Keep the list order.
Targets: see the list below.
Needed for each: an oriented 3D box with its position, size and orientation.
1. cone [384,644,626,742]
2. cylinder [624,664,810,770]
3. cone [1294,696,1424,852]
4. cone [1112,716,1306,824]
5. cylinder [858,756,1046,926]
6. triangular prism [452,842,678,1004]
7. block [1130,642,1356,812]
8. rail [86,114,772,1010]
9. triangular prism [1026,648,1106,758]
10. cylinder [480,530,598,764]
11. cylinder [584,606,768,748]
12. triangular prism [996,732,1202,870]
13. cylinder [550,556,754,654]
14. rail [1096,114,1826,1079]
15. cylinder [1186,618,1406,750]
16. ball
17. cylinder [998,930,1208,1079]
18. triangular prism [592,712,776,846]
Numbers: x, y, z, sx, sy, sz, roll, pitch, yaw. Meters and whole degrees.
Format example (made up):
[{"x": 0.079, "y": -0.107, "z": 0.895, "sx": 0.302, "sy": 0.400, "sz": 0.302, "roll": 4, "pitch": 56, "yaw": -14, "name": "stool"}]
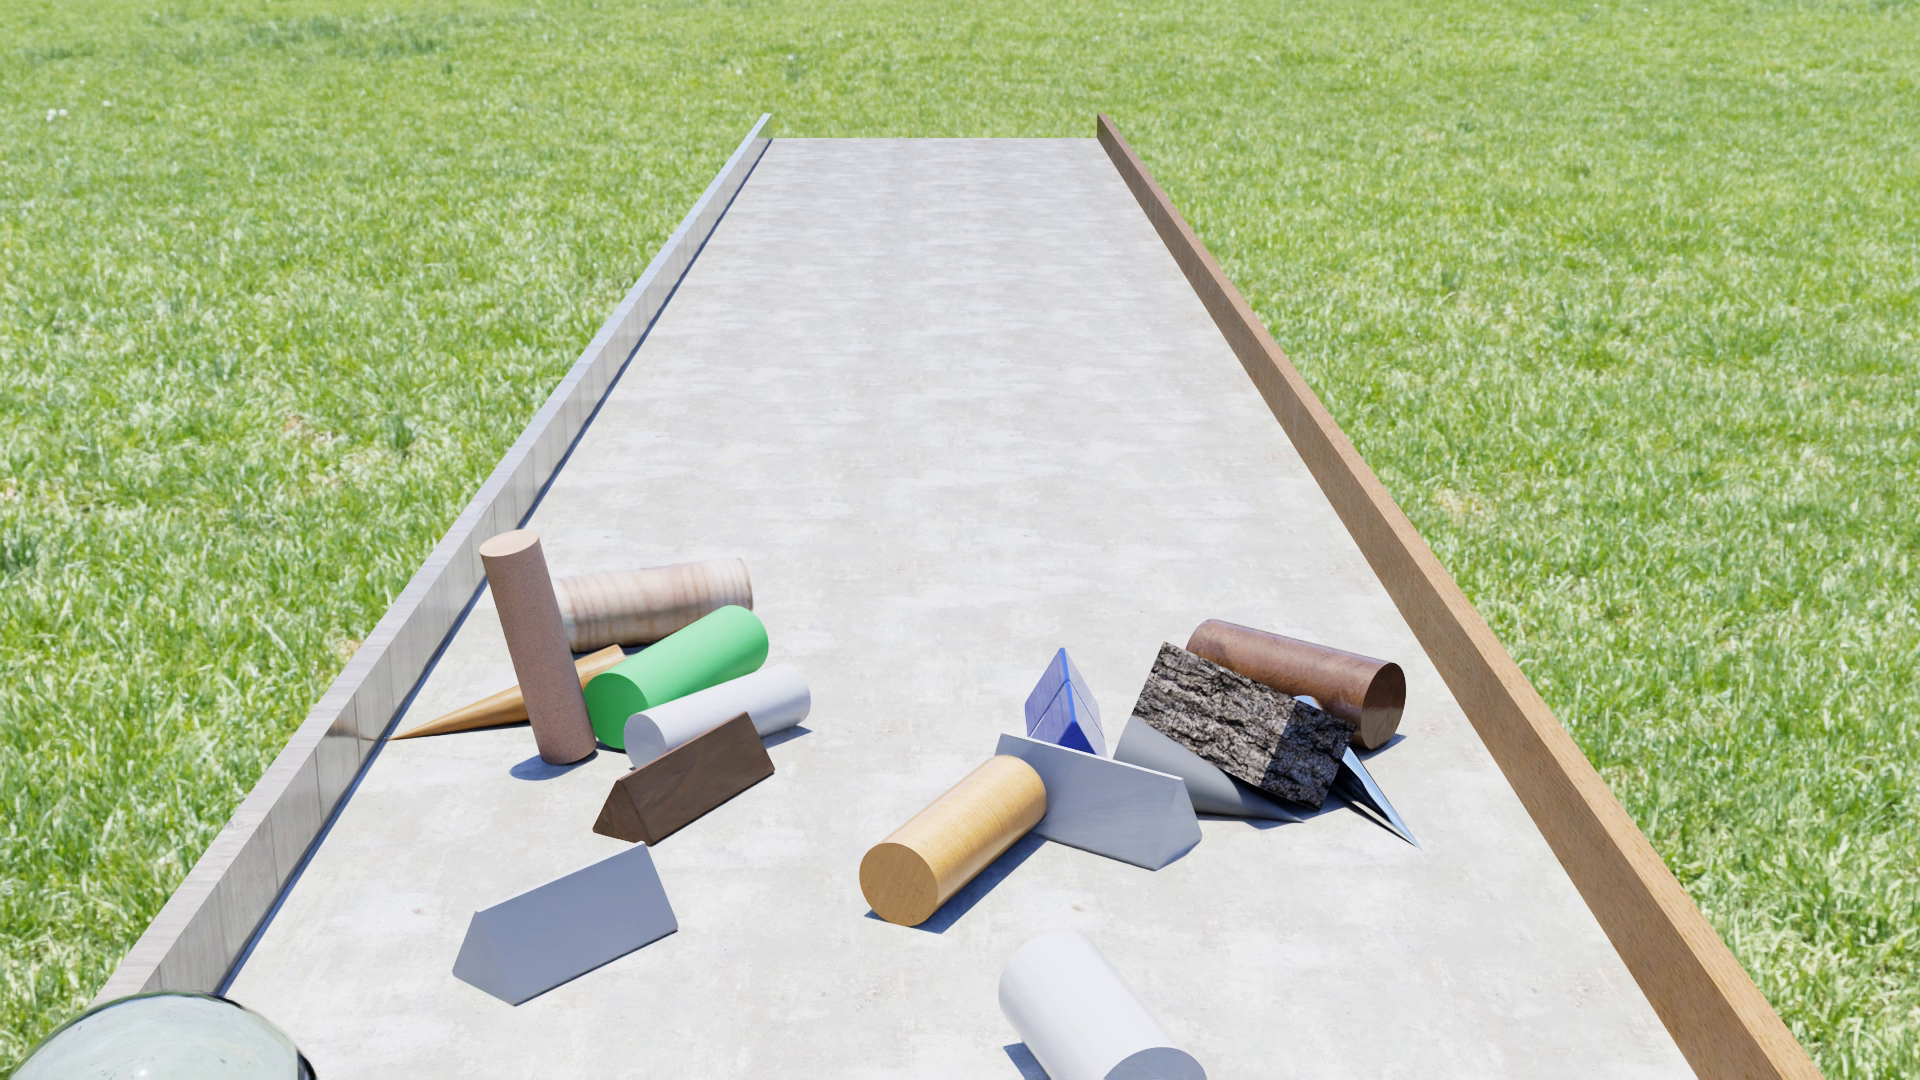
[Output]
[{"x": -0.843, "y": 0.311, "z": 4.075, "sx": 0.460, "sy": 0.122, "sz": 0.122, "roll": -15, "pitch": 21, "yaw": -21, "name": "cone"}, {"x": -0.432, "y": 0.321, "z": 3.943, "sx": 0.117, "sy": 0.117, "sz": 0.345, "roll": 14, "pitch": 22, "yaw": 40, "name": "cylinder"}, {"x": 0.671, "y": 0.416, "z": 3.720, "sx": 0.123, "sy": 0.123, "sz": 0.427, "roll": -6, "pitch": 26, "yaw": -20, "name": "cone"}, {"x": 0.422, "y": 0.420, "z": 3.682, "sx": 0.331, "sy": 0.155, "sz": 0.155, "roll": 18, "pitch": 21, "yaw": 12, "name": "cone"}, {"x": -0.005, "y": 0.464, "z": 3.434, "sx": 0.134, "sy": 0.134, "sz": 0.383, "roll": 8, "pitch": 18, "yaw": 26, "name": "cylinder"}, {"x": -0.572, "y": 0.540, "z": 3.186, "sx": 0.140, "sy": 0.121, "sz": 0.306, "roll": 13, "pitch": 21, "yaw": 39, "name": "triangular prism"}, {"x": 0.481, "y": 0.317, "z": 3.785, "sx": 0.157, "sy": 0.157, "sz": 0.350, "roll": 24, "pitch": -1, "yaw": -37, "name": "block"}, {"x": -1.118, "y": -0.838, "z": 7.780, "sx": 0.050, "sy": 0.150, "sz": 12.000, "roll": 0, "pitch": 17, "yaw": -1, "name": "rail"}, {"x": 0.193, "y": 0.313, "z": 3.957, "sx": 0.137, "sy": 0.118, "sz": 0.386, "roll": 0, "pitch": 17, "yaw": -1, "name": "triangular prism"}, {"x": -0.735, "y": 0.189, "z": 3.844, "sx": 0.103, "sy": 0.413, "sz": 0.103, "roll": -9, "pitch": 24, "yaw": 4, "name": "cylinder"}, {"x": -0.526, "y": 0.251, "z": 4.118, "sx": 0.143, "sy": 0.143, "sz": 0.445, "roll": 7, "pitch": 17, "yaw": 22, "name": "cylinder"}, {"x": 0.211, "y": 0.411, "z": 3.604, "sx": 0.346, "sy": 0.129, "sz": 0.149, "roll": 12, "pitch": 20, "yaw": 34, "name": "triangular prism"}, {"x": -0.659, "y": 0.136, "z": 4.499, "sx": 0.445, "sy": 0.155, "sz": 0.155, "roll": -7, "pitch": 18, "yaw": -22, "name": "cylinder"}, {"x": 0.932, "y": -0.844, "z": 7.801, "sx": 0.050, "sy": 0.150, "sz": 12.000, "roll": 0, "pitch": 17, "yaw": -1, "name": "rail"}, {"x": 0.613, "y": 0.263, "z": 4.060, "sx": 0.384, "sy": 0.161, "sz": 0.161, "roll": 14, "pitch": 21, "yaw": 38, "name": "cylinder"}, {"x": -0.853, "y": 0.666, "z": 2.346, "sx": 0.366, "sy": 0.366, "sz": 0.366, "roll": 0, "pitch": 17, "yaw": 0, "name": "ball"}, {"x": 0.177, "y": 0.639, "z": 2.801, "sx": 0.158, "sy": 0.158, "sz": 0.325, "roll": -6, "pitch": 17, "yaw": -18, "name": "cylinder"}, {"x": -0.464, "y": 0.393, "z": 3.717, "sx": 0.118, "sy": 0.103, "sz": 0.358, "roll": 9, "pitch": 19, "yaw": 28, "name": "triangular prism"}]
